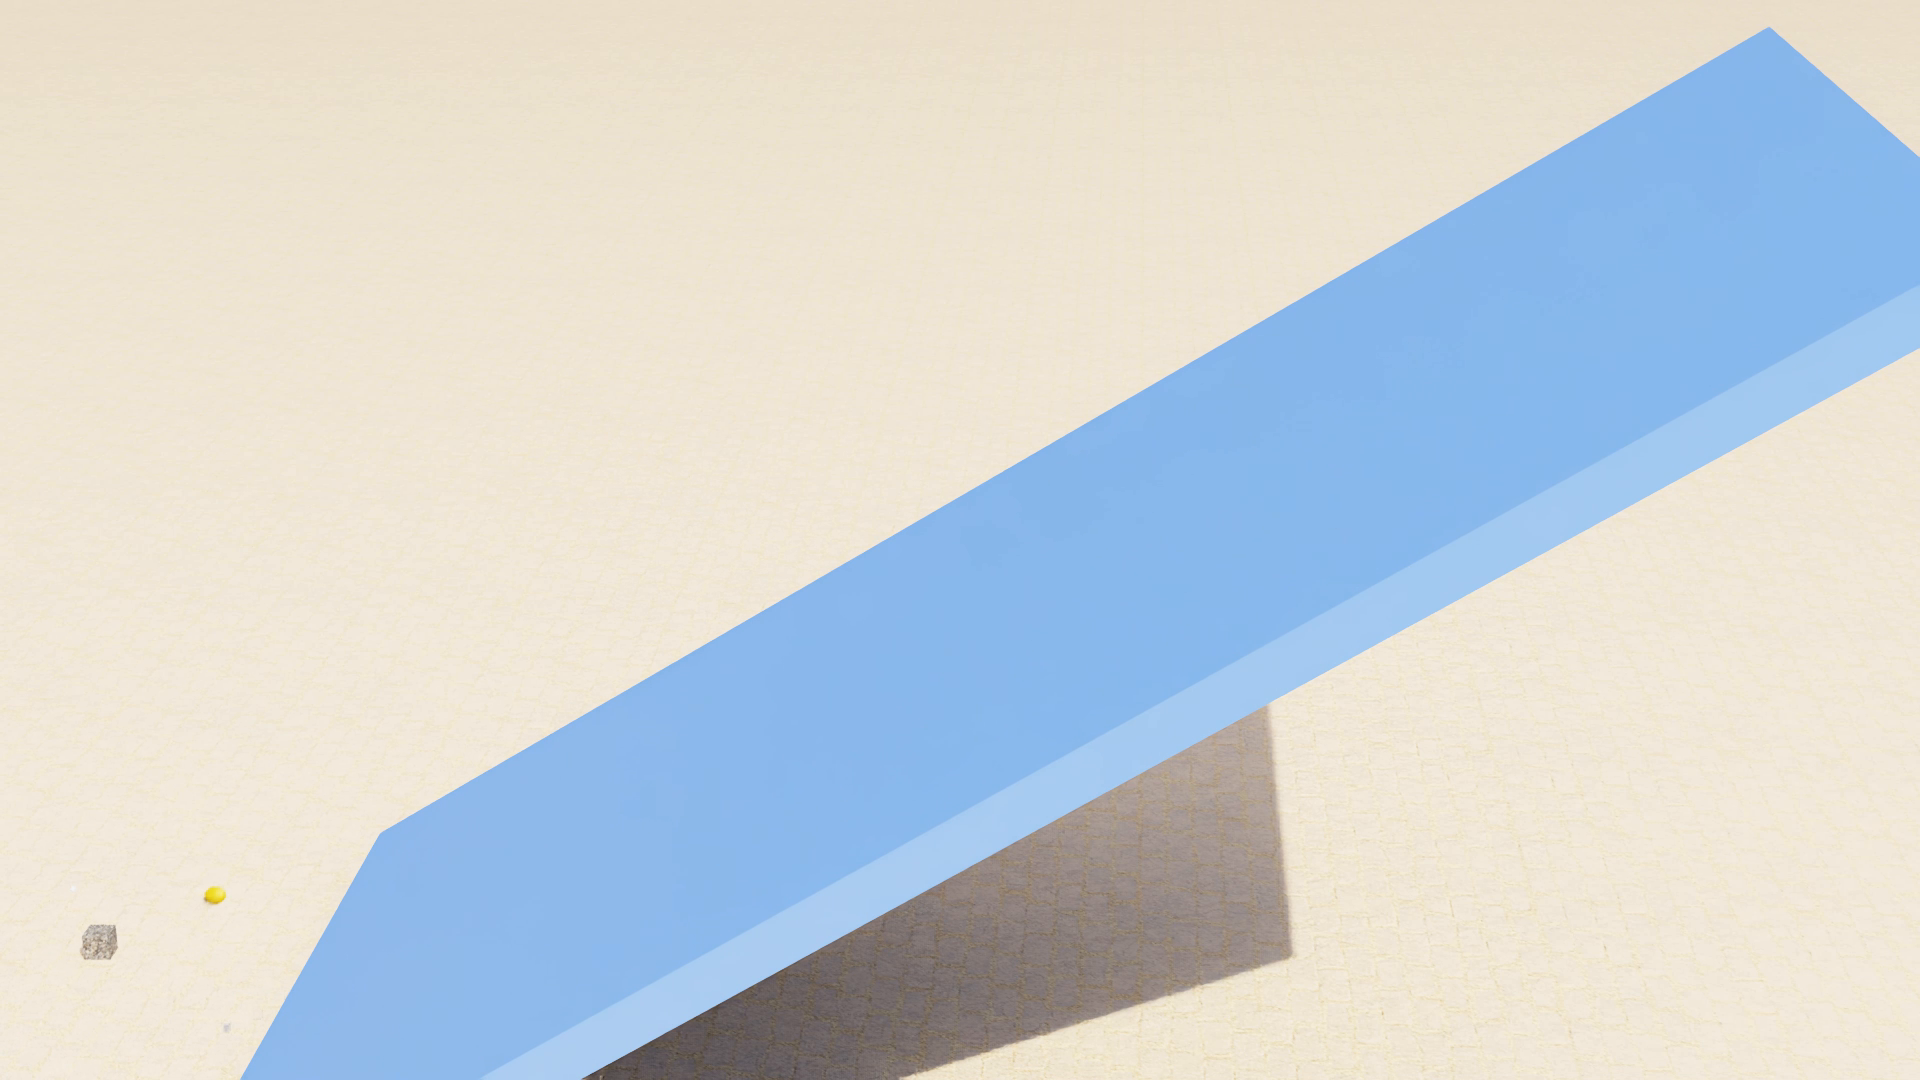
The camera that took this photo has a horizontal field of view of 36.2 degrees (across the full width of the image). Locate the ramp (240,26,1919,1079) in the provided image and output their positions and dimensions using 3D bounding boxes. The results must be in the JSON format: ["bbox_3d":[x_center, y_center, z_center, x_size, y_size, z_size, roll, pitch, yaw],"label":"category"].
[{"bbox_3d":[0.141,0.169,6.291,4.000,0.100,2.000,-30,15,13],"label":"ramp"}]

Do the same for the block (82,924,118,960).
[{"bbox_3d":[-2.109,0.986,7.212,0.064,0.064,0.064,1,20,2],"label":"block"}]
